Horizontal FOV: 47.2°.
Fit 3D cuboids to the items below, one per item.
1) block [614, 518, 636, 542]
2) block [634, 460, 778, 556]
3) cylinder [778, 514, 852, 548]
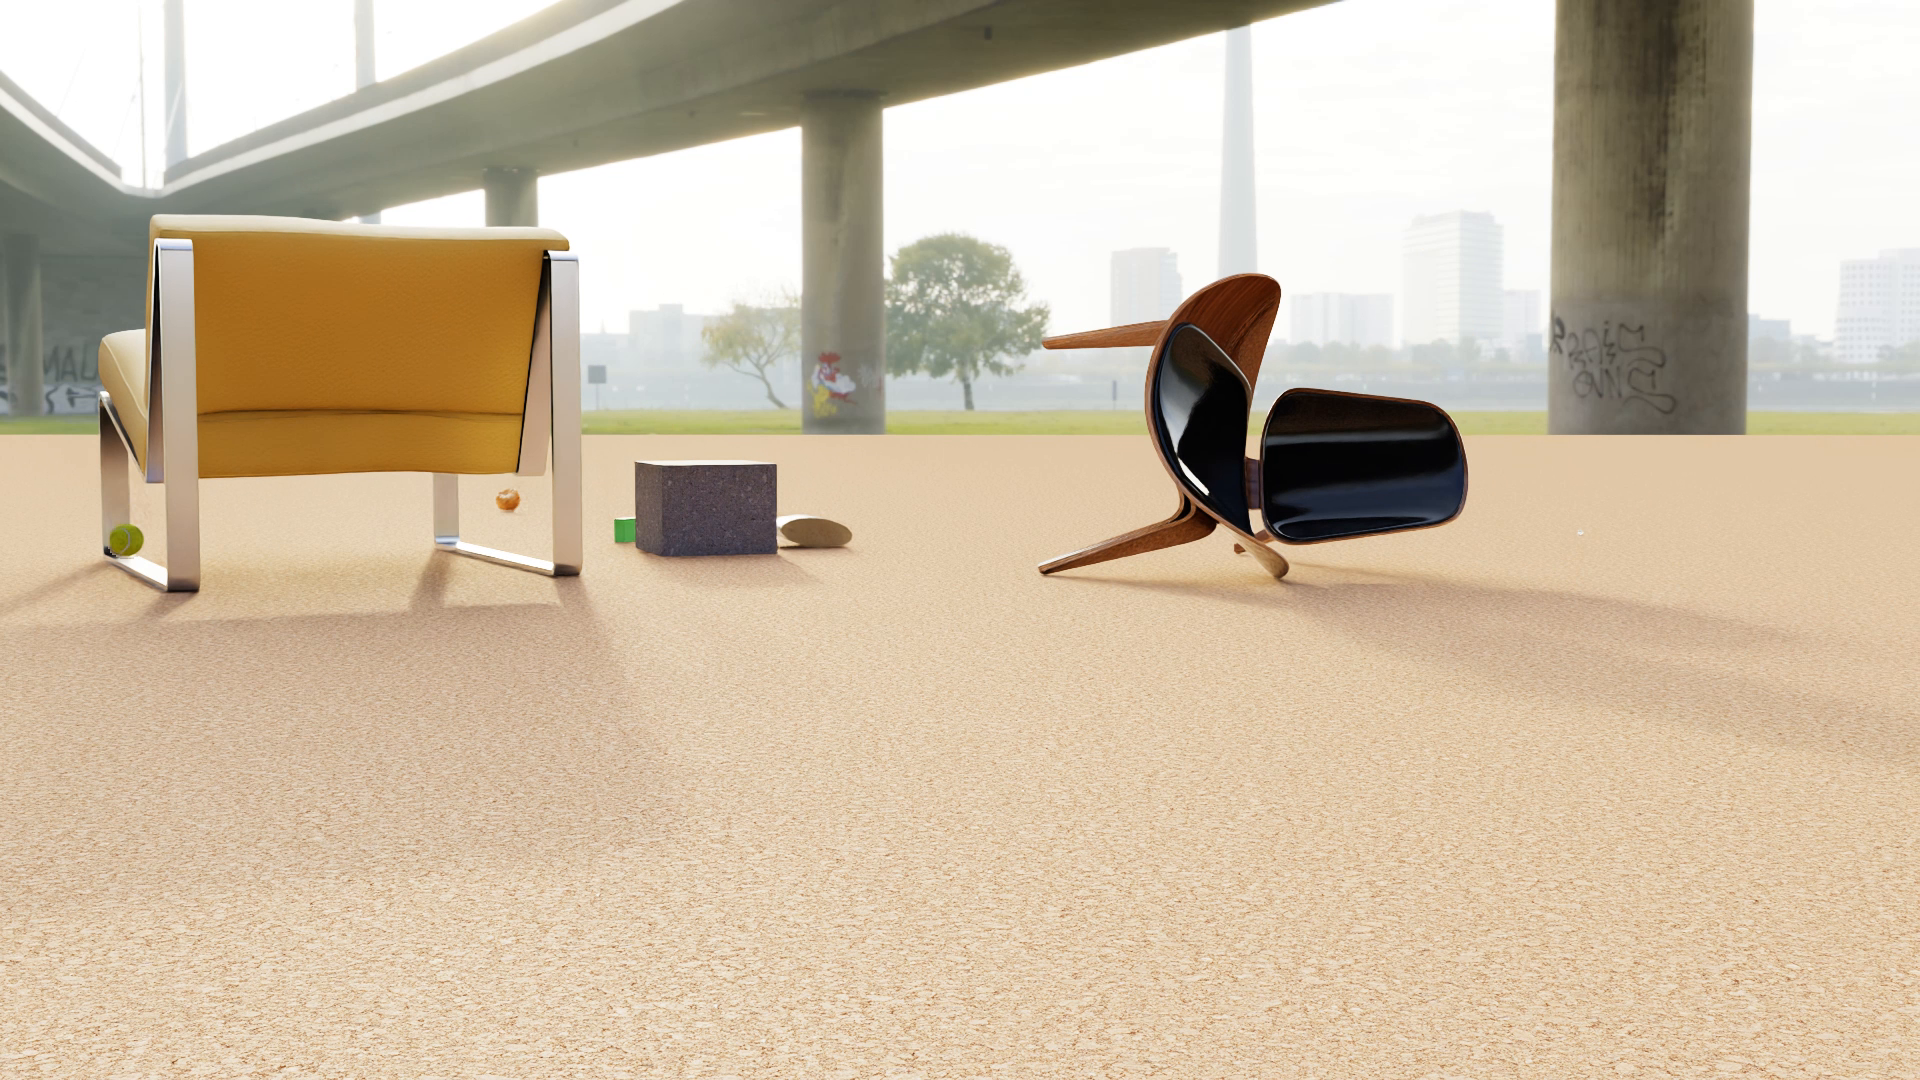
[{"bbox_3d":[-0.980,-0.030,6.489,0.039,0.068,0.077,2,5,30],"label":"block"},{"bbox_3d":[-0.708,-0.092,6.101,0.318,0.245,0.347,-1,4,-20],"label":"block"},{"bbox_3d":[-0.423,-0.025,6.282,0.208,0.083,0.147,6,3,-15],"label":"cylinder"}]
